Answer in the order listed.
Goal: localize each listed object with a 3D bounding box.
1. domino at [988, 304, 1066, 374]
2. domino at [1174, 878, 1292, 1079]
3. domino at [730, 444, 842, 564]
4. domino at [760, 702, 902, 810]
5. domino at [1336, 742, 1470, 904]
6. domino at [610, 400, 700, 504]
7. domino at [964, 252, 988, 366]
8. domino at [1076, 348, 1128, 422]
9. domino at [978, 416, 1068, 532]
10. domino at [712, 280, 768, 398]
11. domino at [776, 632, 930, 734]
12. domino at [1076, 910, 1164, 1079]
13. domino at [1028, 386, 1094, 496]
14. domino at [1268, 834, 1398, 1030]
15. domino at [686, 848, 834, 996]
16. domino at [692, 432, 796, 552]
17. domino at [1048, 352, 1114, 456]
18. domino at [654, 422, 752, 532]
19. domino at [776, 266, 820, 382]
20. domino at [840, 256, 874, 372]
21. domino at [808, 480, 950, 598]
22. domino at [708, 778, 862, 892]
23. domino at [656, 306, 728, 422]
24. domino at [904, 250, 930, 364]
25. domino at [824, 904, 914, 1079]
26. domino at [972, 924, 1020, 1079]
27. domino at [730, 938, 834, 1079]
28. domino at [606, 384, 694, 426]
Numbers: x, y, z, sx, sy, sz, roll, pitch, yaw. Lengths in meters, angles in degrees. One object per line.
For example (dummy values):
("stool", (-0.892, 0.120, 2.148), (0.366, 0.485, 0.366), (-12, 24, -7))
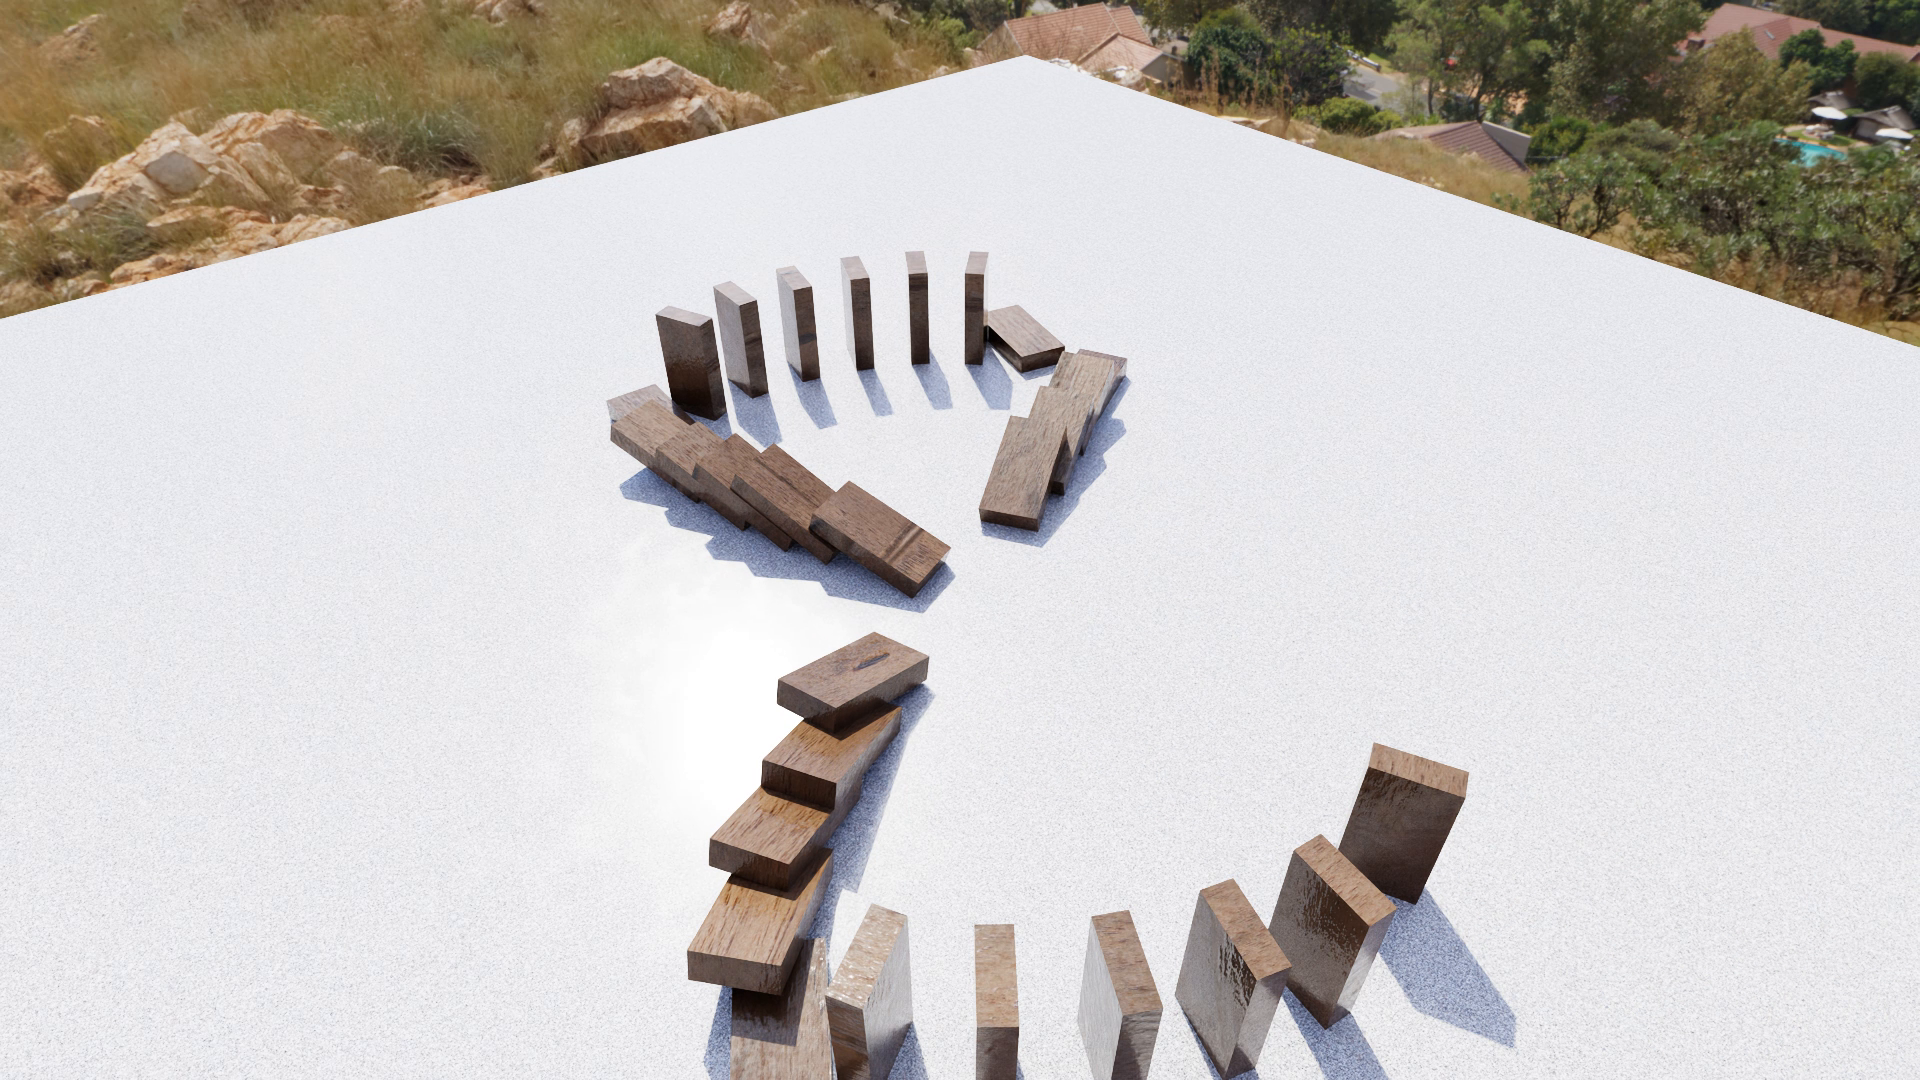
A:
("domino", (0.031, -0.105, 0.572), (0.025, 0.009, 0.050), (-17, 42, -20))
("domino", (0.067, 0.111, 0.276), (0.009, 0.050, 0.025), (-14, 41, -16))
("domino", (-0.065, -0.015, 0.444), (0.050, 0.010, 0.025), (38, 48, 4))
("domino", (-0.040, 0.065, 0.351), (0.025, 0.009, 0.050), (14, 23, 16))
("domino", (0.124, 0.081, 0.312), (0.025, 0.050, 0.010), (16, 42, 19))
("domino", (-0.125, -0.039, 0.479), (0.050, 0.010, 0.025), (35, 48, 11))
("domino", (0.008, -0.116, 0.554), (0.010, 0.050, 0.025), (4, 40, 5))
("domino", (0.062, -0.075, 0.535), (0.025, 0.010, 0.050), (15, 42, 18))
("domino", (0.027, -0.029, 0.466), (0.025, 0.009, 0.050), (11, 60, 14))
("domino", (-0.105, -0.096, 0.529), (0.009, 0.050, 0.025), (-27, 46, -29))
("domino", (-0.035, 0.047, 0.372), (0.025, 0.010, 0.050), (20, 25, 30))
("domino", (0.038, 0.116, 0.269), (0.009, 0.050, 0.025), (-7, 40, -9))
("domino", (0.041, -0.045, 0.486), (0.025, 0.010, 0.050), (13, 60, 15))
("domino", (0.095, 0.103, 0.286), (0.009, 0.050, 0.025), (-21, 44, -24))
("domino", (-0.054, 0.103, 0.305), (0.025, 0.009, 0.050), (6, 20, 8))
("domino", (-0.082, -0.020, 0.451), (0.050, 0.009, 0.025), (38, 48, 4))
("domino", (0.052, -0.064, 0.508), (0.025, 0.010, 0.050), (14, 61, 17))
("domino", (-0.101, -0.027, 0.465), (0.050, 0.010, 0.025), (36, 49, 12))
("domino", (-0.079, -0.106, 0.541), (0.009, 0.050, 0.025), (-17, 42, -20))
("domino", (-0.051, -0.113, 0.549), (0.009, 0.050, 0.025), (-10, 40, -12))
("domino", (-0.031, -0.001, 0.432), (0.050, 0.009, 0.025), (33, 47, 10))
("domino", (-0.051, 0.083, 0.330), (0.025, 0.009, 0.050), (13, 22, 15))
("domino", (-0.125, -0.082, 0.511), (0.025, 0.050, 0.010), (18, 43, 21))
("domino", (-0.021, -0.117, 0.554), (0.010, 0.050, 0.025), (-4, 39, -5))
("domino", (-0.021, 0.115, 0.271), (0.009, 0.050, 0.025), (14, 41, 16))
("domino", (0.008, 0.118, 0.267), (0.010, 0.050, 0.025), (0, 39, 0))
("domino", (-0.046, 0.130, 0.285), (0.025, 0.010, 0.050), (-5, 40, -6))
("domino", (-0.141, -0.054, 0.509), (0.025, 0.010, 0.050), (-26, 46, -28))
